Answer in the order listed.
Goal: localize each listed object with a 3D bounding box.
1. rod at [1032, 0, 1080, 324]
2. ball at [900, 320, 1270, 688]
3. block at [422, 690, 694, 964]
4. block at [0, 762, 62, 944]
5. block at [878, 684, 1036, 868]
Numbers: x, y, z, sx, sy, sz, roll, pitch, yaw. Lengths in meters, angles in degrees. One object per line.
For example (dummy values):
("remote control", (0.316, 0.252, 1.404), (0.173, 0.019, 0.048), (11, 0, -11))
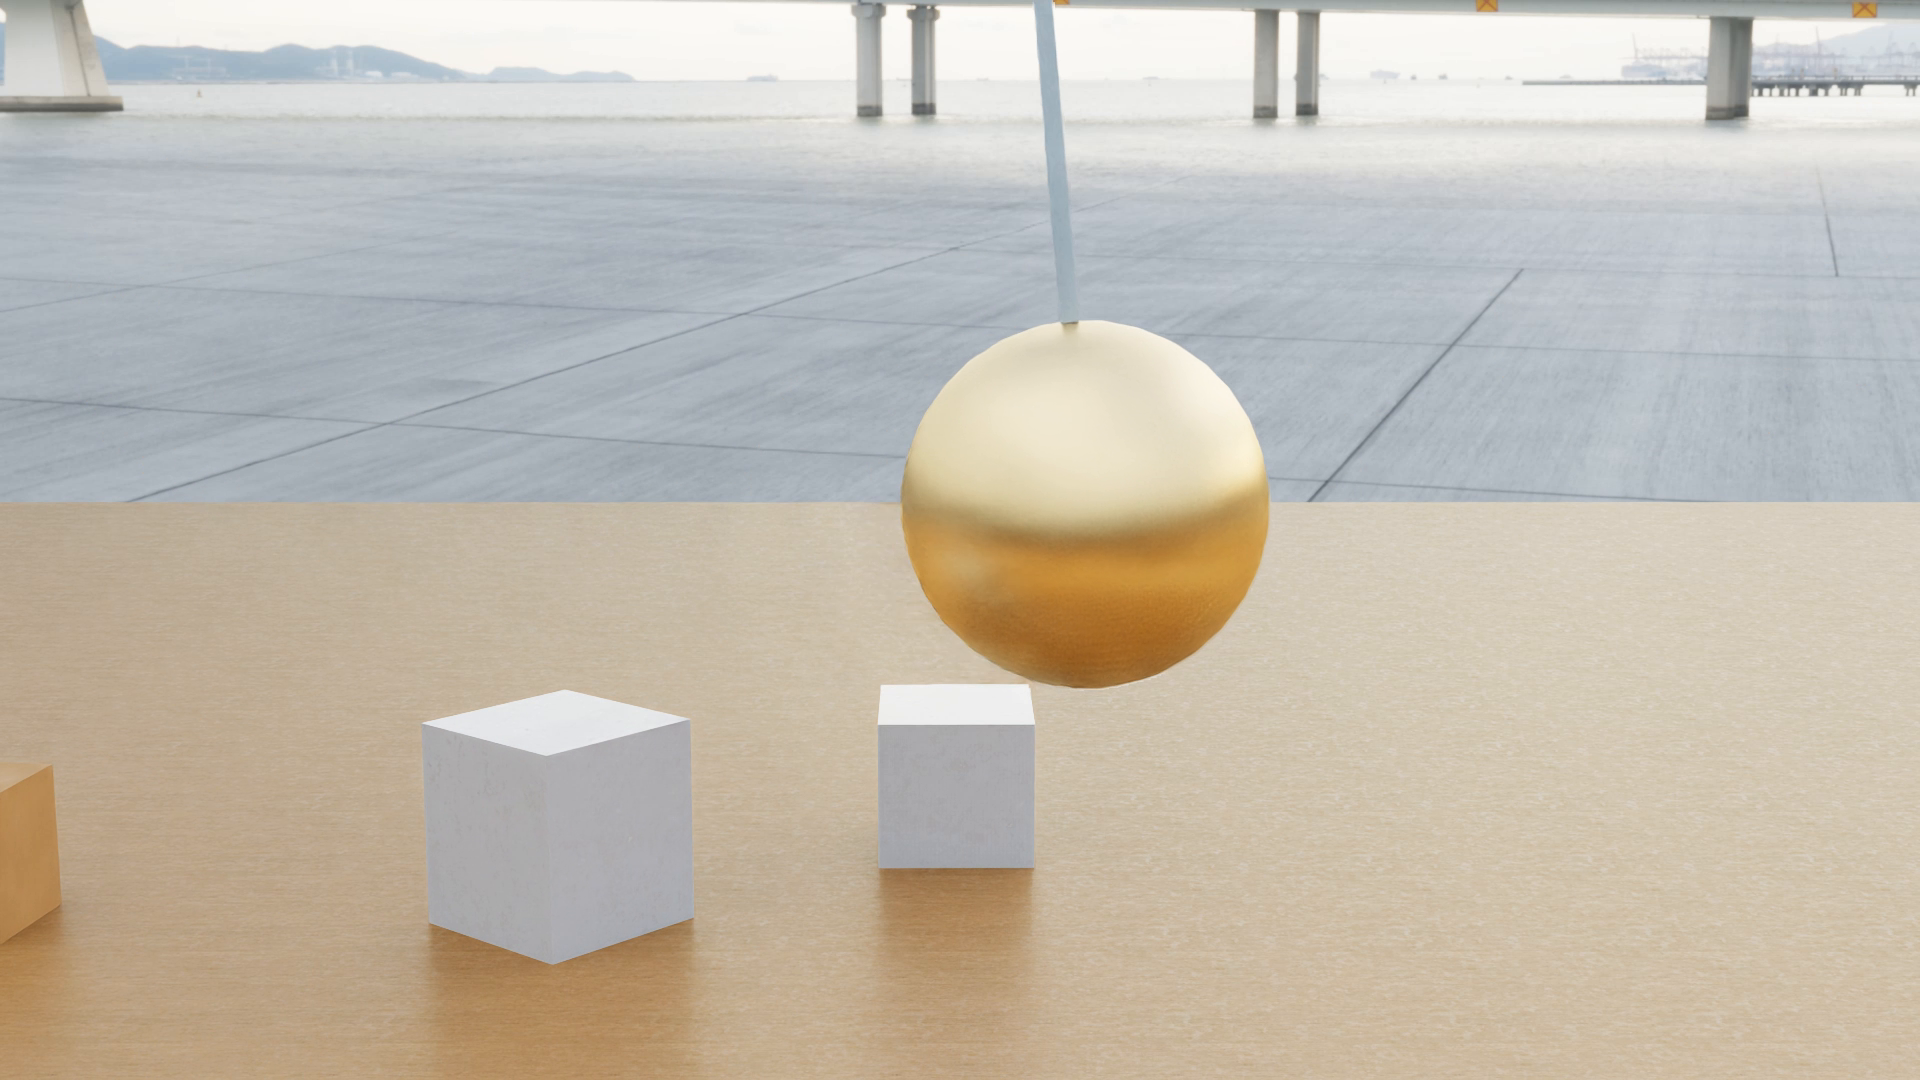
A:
("rod", (0.235, -3.485, 10.547), (0.080, 5.200, 0.080), (-5, 10, 1))
("ball", (0.541, -0.154, 11.152), (1.600, 1.600, 1.600), (0, 10, 0))
("block", (-1.672, 1.174, 10.703), (0.790, 0.862, 0.773), (9, 14, 40))
("block", (-4.170, 1.297, 10.702), (0.572, 0.619, 0.564), (1, 10, 7))
("block", (-0.020, 1.076, 11.797), (0.697, 0.662, 0.753), (0, 10, -1))
